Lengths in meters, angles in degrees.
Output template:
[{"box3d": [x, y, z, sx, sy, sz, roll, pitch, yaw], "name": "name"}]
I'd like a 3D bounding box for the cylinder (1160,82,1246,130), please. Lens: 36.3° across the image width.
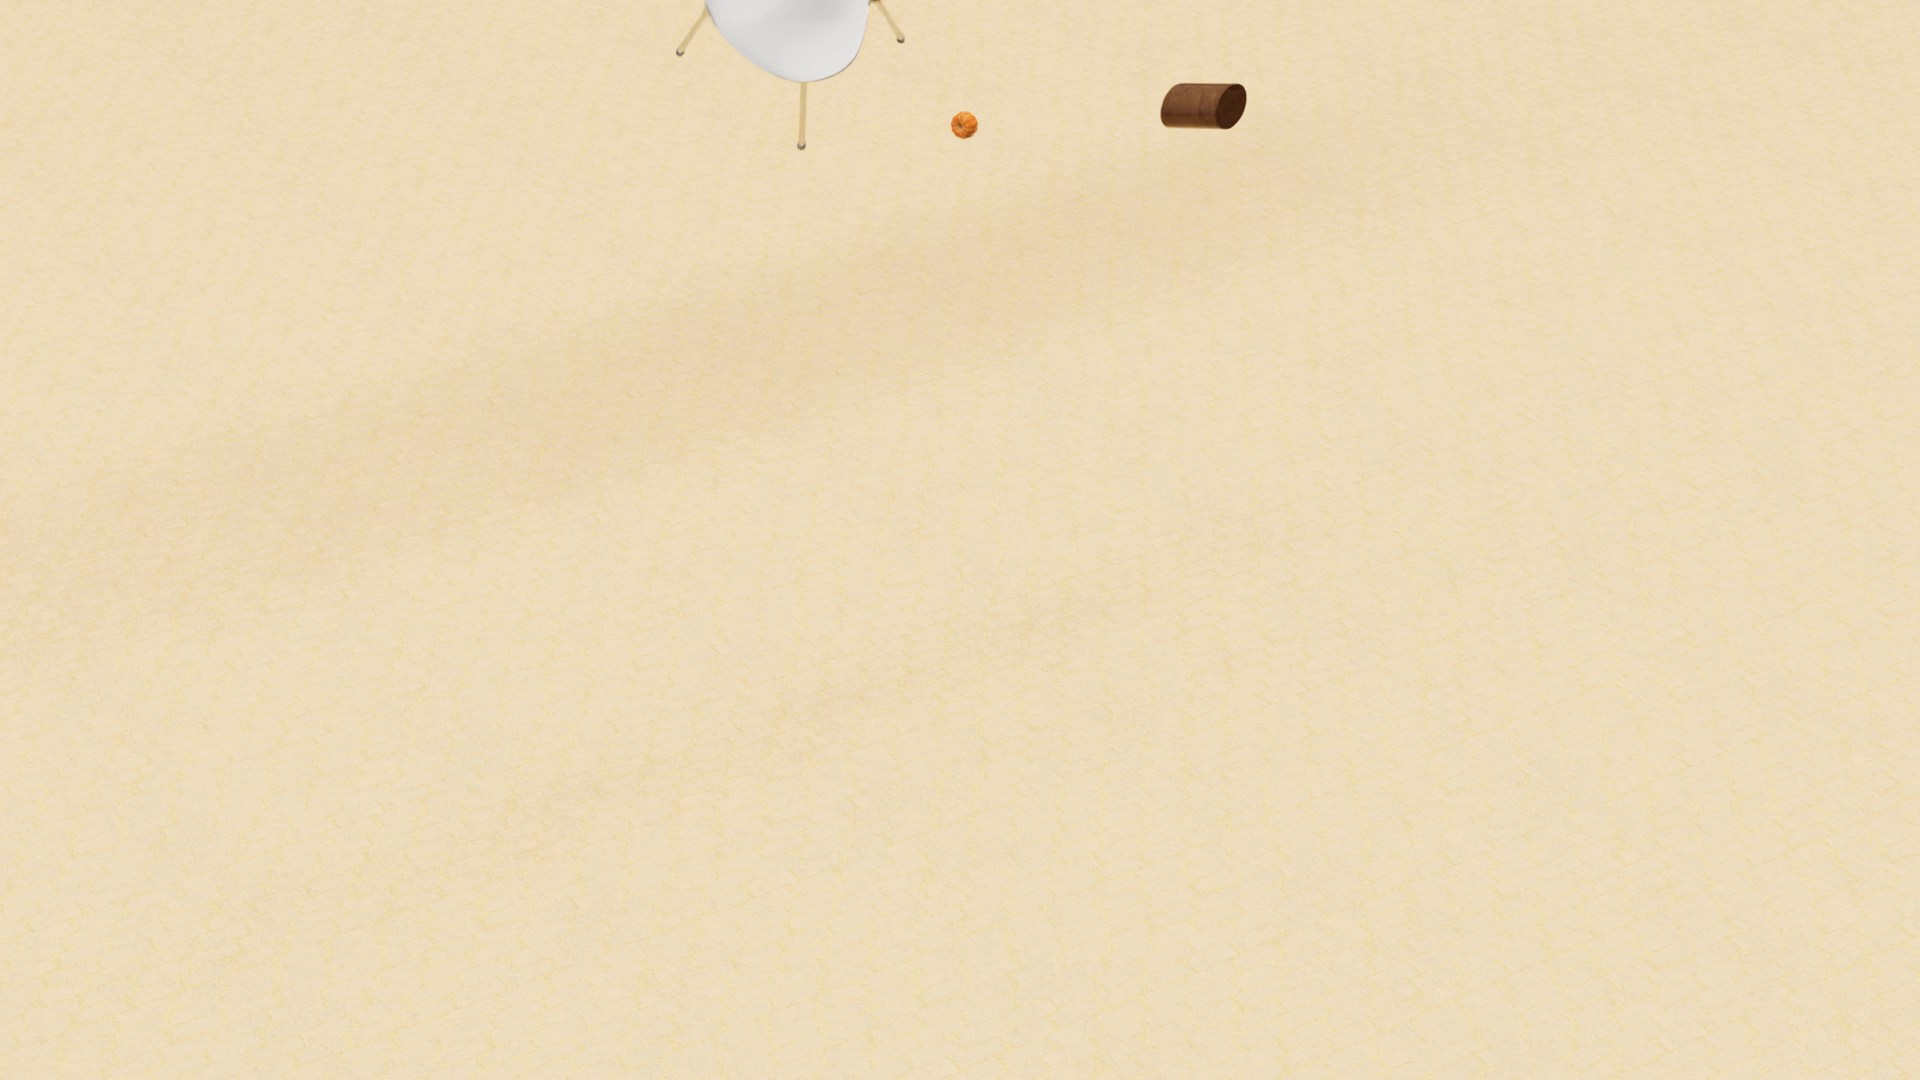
[{"box3d": [0.745, -1.328, 8.970, 0.225, 0.112, 0.163, 10, 57, 45], "name": "cylinder"}]
